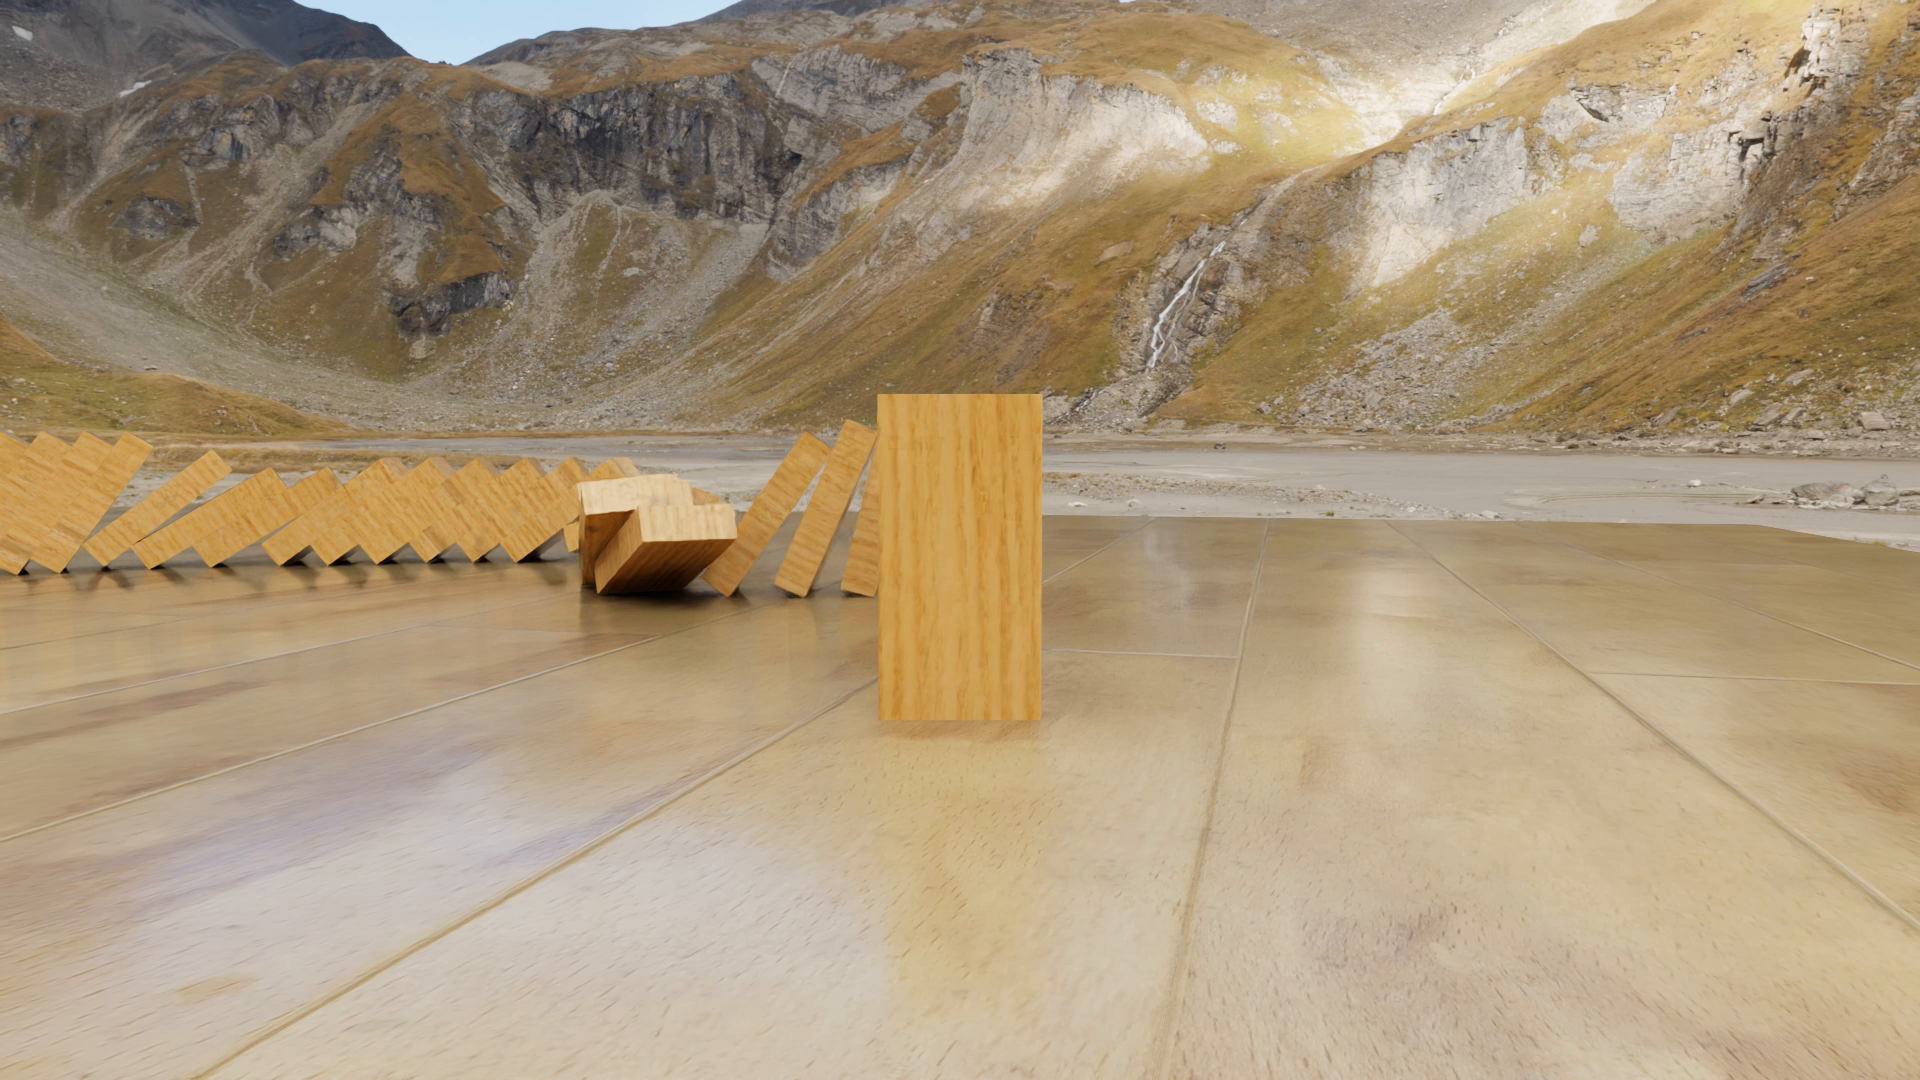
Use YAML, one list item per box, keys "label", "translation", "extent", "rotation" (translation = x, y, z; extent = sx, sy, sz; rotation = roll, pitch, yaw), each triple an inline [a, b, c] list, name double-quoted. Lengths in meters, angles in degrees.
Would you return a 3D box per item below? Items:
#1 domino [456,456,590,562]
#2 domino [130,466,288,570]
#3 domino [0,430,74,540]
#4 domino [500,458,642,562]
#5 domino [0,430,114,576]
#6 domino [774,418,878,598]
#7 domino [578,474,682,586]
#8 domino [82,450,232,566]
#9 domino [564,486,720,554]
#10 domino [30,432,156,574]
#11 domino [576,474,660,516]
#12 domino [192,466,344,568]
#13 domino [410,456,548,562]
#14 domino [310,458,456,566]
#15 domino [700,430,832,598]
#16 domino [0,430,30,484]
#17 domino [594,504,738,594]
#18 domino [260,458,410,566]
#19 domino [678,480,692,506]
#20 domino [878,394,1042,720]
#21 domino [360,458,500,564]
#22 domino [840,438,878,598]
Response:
- label: "domino"
  translation: [-0.160, -0.012, 0.473]
  extent: [0.050, 0.010, 0.025]
  rotation: [-38, 10, -7]
- label: "domino"
  translation: [-0.263, -0.009, 0.452]
  extent: [0.050, 0.010, 0.025]
  rotation: [-37, 19, -21]
- label: "domino"
  translation: [-0.313, -0.013, 0.424]
  extent: [0.010, 0.050, 0.025]
  rotation: [36, -15, -29]
- label: "domino"
  translation: [-0.141, -0.011, 0.469]
  extent: [0.050, 0.009, 0.025]
  rotation: [-37, 4, 2]
- label: "domino"
  translation: [-0.303, -0.013, 0.429]
  extent: [0.010, 0.050, 0.025]
  rotation: [37, -15, -28]
- label: "domino"
  translation: [-0.037, -0.010, 0.365]
  extent: [0.010, 0.050, 0.025]
  rotation: [24, 3, -3]
- label: "domino"
  translation: [-0.094, -0.002, 0.364]
  extent: [0.025, 0.010, 0.050]
  rotation: [-7, -21, -20]
- label: "domino"
  translation: [-0.279, -0.011, 0.446]
  extent: [0.050, 0.009, 0.025]
  rotation: [-47, 23, -24]
- label: "domino"
  translation: [-0.114, -0.006, 0.464]
  extent: [0.050, 0.010, 0.025]
  rotation: [-16, -9, 9]
- label: "domino"
  translation: [-0.293, -0.013, 0.435]
  extent: [0.010, 0.050, 0.025]
  rotation: [37, -15, -28]
- label: "domino"
  translation: [-0.101, -0.003, 0.385]
  extent: [0.025, 0.009, 0.050]
  rotation: [-8, -21, -18]
- label: "domino"
  translation: [-0.246, -0.009, 0.459]
  extent: [0.050, 0.010, 0.025]
  rotation: [-36, 18, -19]
- label: "domino"
  translation: [-0.175, -0.012, 0.469]
  extent: [0.050, 0.010, 0.025]
  rotation: [-38, 10, -7]
- label: "domino"
  translation: [-0.206, -0.011, 0.462]
  extent: [0.050, 0.010, 0.025]
  rotation: [-38, 11, -7]
- label: "domino"
  translation: [-0.054, -0.008, 0.367]
  extent: [0.010, 0.050, 0.025]
  rotation: [35, 1, -6]
- label: "domino"
  translation: [-0.323, -0.012, 0.417]
  extent: [0.010, 0.050, 0.025]
  rotation: [36, -15, -29]
- label: "domino"
  translation: [-0.081, 0.003, 0.350]
  extent: [0.025, 0.010, 0.050]
  rotation: [-2, -16, -30]
- label: "domino"
  translation: [-0.222, -0.011, 0.460]
  extent: [0.050, 0.010, 0.025]
  rotation: [-38, 11, -7]
- label: "domino"
  translation: [-0.109, -0.005, 0.433]
  extent: [0.025, 0.010, 0.050]
  rotation: [-2, -22, -28]
- label: "domino"
  translation: [0.000, 0.002, 0.201]
  extent: [0.025, 0.050, 0.010]
  rotation: [0, 4, 0]
- label: "domino"
  translation: [-0.191, -0.011, 0.465]
  extent: [0.050, 0.010, 0.025]
  rotation: [-38, 11, -7]
- label: "domino"
  translation: [-0.023, -0.010, 0.367]
  extent: [0.009, 0.050, 0.025]
  rotation: [14, 4, -2]
